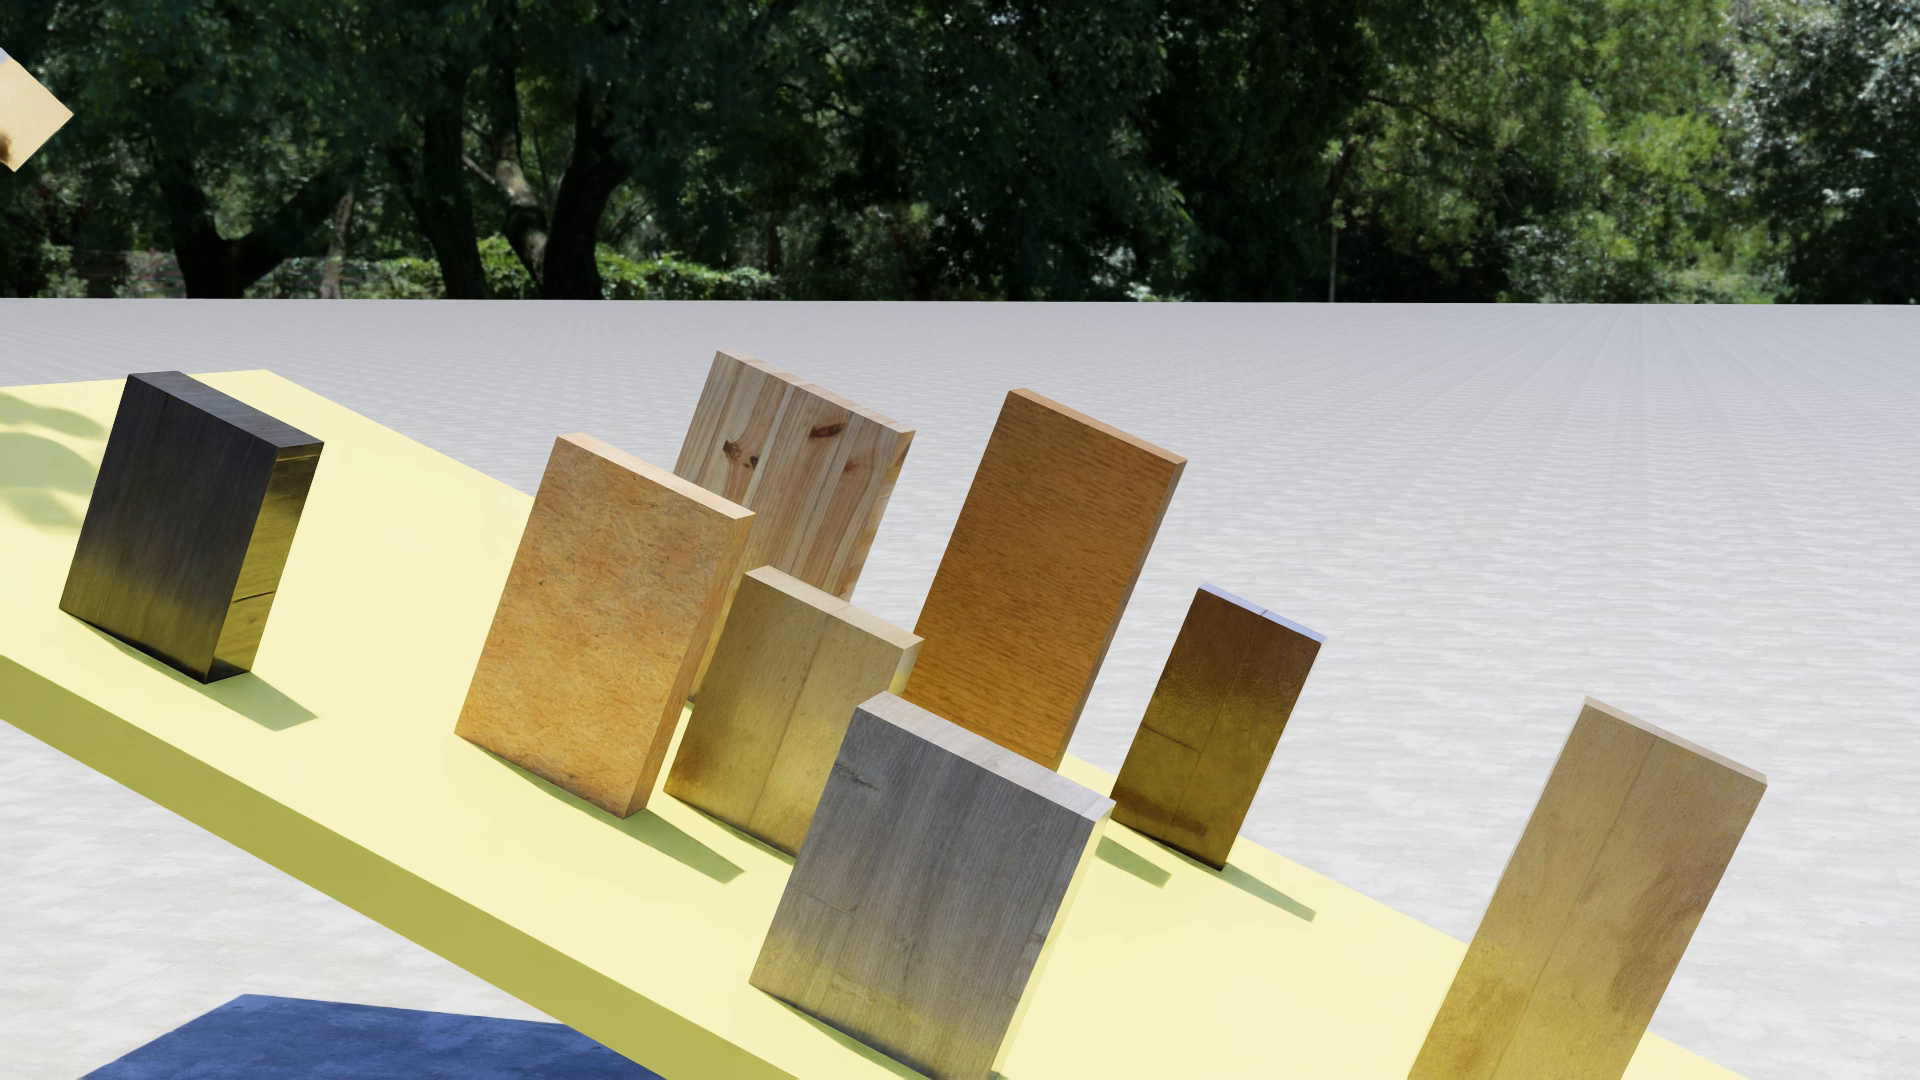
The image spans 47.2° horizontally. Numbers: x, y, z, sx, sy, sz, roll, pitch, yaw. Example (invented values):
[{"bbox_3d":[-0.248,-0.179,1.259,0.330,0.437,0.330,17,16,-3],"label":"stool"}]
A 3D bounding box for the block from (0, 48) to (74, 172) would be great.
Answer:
[{"bbox_3d":[-1.824,-0.828,4.186,0.156,0.156,0.156,34,-11,46],"label":"block"}]

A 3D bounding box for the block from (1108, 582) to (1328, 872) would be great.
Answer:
[{"bbox_3d":[0.541,0.399,4.698,0.283,0.544,0.086,25,13,13],"label":"block"}]

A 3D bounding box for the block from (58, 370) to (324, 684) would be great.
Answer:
[{"bbox_3d":[-1.293,-0.024,3.697,0.306,0.430,0.129,25,13,13],"label":"block"}]

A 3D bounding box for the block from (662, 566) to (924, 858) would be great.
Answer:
[{"bbox_3d":[-0.299,0.314,3.922,0.320,0.434,0.112,25,13,13],"label":"block"}]

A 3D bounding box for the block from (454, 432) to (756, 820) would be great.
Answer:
[{"bbox_3d":[-0.616,0.146,3.790,0.349,0.568,0.093,25,13,13],"label":"block"}]

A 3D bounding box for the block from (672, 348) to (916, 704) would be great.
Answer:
[{"bbox_3d":[-0.406,0.014,4.416,0.414,0.683,0.094,25,13,13],"label":"block"}]

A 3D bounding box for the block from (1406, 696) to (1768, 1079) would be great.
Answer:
[{"bbox_3d":[1.101,0.693,3.895,0.328,0.768,0.084,25,13,13],"label":"block"}]

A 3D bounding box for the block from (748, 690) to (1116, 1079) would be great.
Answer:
[{"bbox_3d":[-0.045,0.535,3.330,0.395,0.477,0.130,25,13,13],"label":"block"}]

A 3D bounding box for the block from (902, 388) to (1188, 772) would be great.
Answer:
[{"bbox_3d":[0.141,0.126,4.593,0.378,0.797,0.115,25,13,13],"label":"block"}]

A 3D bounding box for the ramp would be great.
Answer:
[{"bbox_3d":[-0.305,0.540,4.194,4.000,0.100,2.000,25,13,13],"label":"ramp"}]
